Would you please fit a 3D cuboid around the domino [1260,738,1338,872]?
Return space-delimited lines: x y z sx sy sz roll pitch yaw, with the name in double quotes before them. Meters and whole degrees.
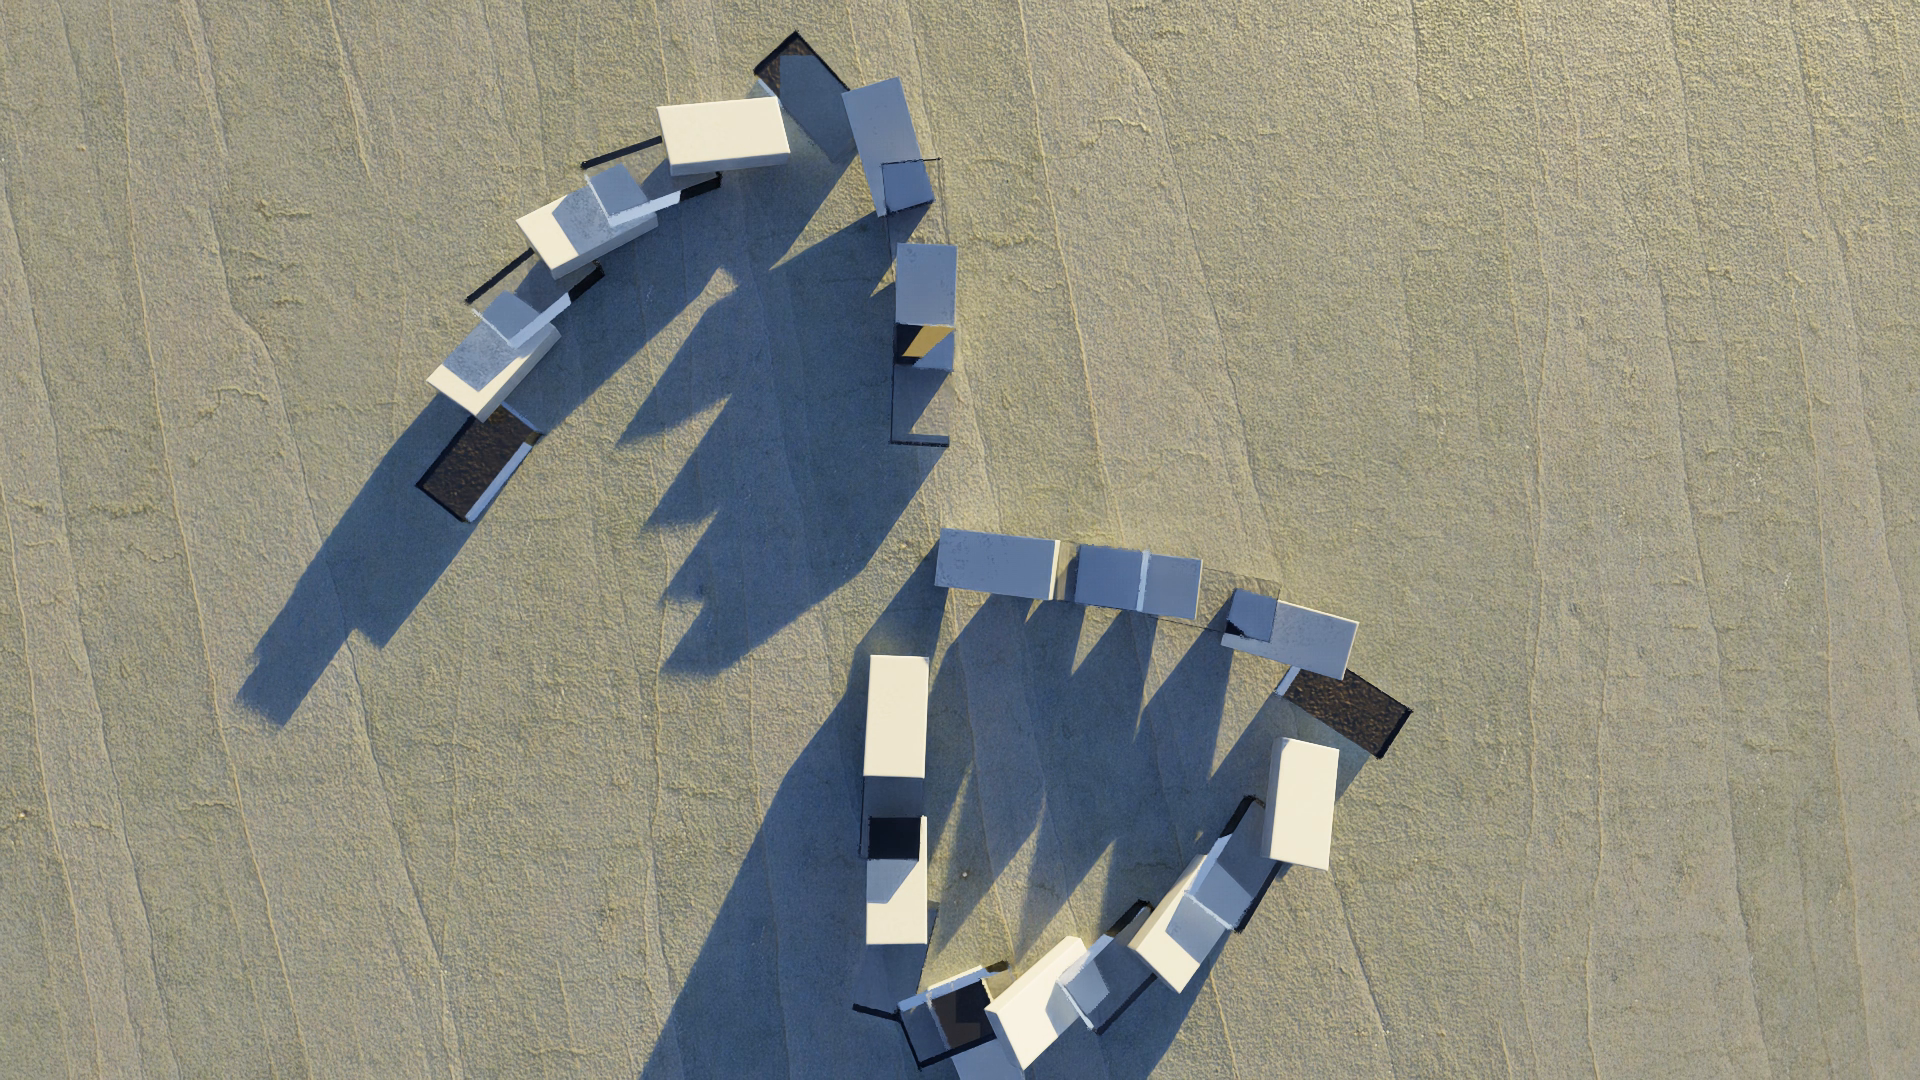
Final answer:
"domino" 0.144 0.111 0.388 0.025 0.009 0.050 13 74 -3

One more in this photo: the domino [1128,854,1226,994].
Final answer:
"domino" 0.097 0.161 0.387 0.025 0.010 0.050 45 71 0

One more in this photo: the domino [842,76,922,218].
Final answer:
"domino" -0.030 -0.166 0.389 0.025 0.009 0.050 -17 106 0

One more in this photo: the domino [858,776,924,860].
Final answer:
"domino" -0.028 0.109 0.388 0.025 0.010 0.050 2 74 0

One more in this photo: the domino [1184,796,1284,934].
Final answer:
"domino" 0.120 0.137 0.388 0.025 0.009 0.050 39 73 0

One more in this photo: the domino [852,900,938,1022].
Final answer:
"domino" -0.028 0.179 0.395 0.025 0.010 0.050 15 90 0

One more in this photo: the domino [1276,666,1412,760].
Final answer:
"domino" 0.165 0.070 0.395 0.050 0.009 0.025 33 90 0

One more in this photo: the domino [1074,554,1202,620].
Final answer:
"domino" 0.076 0.018 0.388 0.050 0.009 0.025 7 90 17

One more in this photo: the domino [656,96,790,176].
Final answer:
"domino" -0.100 -0.171 0.388 0.050 0.010 0.025 -13 88 -16

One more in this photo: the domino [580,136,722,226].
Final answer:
"domino" -0.130 -0.155 0.388 0.050 0.010 0.025 -28 90 -17

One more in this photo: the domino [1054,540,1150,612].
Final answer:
"domino" 0.052 0.014 0.385 0.050 0.009 0.025 7 90 26

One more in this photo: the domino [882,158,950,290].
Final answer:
"domino" -0.018 -0.133 0.388 0.025 0.010 0.050 -5 107 0

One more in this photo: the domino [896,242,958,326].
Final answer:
"domino" -0.014 -0.099 0.388 0.025 0.010 0.050 2 107 0

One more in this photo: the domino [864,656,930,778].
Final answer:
"domino" -0.027 0.075 0.388 0.025 0.010 0.050 2 74 0

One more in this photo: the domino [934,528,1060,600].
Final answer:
"domino" 0.016 0.010 0.388 0.050 0.009 0.025 7 90 17

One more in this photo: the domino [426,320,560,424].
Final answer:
"domino" -0.197 -0.077 0.389 0.025 0.010 0.050 35 76 0

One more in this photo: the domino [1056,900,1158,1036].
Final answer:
"domino" 0.068 0.179 0.386 0.050 0.010 0.025 -34 90 -22

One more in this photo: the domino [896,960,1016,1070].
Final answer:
"domino" 0.001 0.199 0.386 0.050 0.010 0.025 -22 90 0

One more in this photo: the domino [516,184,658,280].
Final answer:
"domino" -0.157 -0.134 0.388 0.050 0.010 0.025 -36 90 -17

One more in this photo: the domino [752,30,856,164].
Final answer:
"domino" -0.062 -0.191 0.395 0.025 0.010 0.050 -43 90 0

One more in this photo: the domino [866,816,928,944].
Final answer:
"domino" -0.027 0.144 0.388 0.025 0.009 0.050 -1 73 -1

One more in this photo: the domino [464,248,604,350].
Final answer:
"domino" -0.179 -0.107 0.388 0.025 0.009 0.050 42 73 0

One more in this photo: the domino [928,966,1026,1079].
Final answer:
"domino" 0.007 0.214 0.395 0.025 0.009 0.050 -22 90 0

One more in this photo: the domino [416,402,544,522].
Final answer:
"domino" -0.207 -0.035 0.395 0.025 0.009 0.050 38 90 0

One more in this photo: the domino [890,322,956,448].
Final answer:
"domino" -0.016 -0.066 0.388 0.025 0.010 0.050 3 107 0

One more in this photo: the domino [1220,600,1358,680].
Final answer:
"domino" 0.139 0.040 0.389 0.050 0.009 0.025 16 90 16

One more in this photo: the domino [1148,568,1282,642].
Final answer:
"domino" 0.107 0.025 0.388 0.050 0.009 0.025 11 90 17

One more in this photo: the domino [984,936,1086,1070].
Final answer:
"domino" 0.036 0.192 0.382 0.050 0.009 0.025 -25 90 -35
